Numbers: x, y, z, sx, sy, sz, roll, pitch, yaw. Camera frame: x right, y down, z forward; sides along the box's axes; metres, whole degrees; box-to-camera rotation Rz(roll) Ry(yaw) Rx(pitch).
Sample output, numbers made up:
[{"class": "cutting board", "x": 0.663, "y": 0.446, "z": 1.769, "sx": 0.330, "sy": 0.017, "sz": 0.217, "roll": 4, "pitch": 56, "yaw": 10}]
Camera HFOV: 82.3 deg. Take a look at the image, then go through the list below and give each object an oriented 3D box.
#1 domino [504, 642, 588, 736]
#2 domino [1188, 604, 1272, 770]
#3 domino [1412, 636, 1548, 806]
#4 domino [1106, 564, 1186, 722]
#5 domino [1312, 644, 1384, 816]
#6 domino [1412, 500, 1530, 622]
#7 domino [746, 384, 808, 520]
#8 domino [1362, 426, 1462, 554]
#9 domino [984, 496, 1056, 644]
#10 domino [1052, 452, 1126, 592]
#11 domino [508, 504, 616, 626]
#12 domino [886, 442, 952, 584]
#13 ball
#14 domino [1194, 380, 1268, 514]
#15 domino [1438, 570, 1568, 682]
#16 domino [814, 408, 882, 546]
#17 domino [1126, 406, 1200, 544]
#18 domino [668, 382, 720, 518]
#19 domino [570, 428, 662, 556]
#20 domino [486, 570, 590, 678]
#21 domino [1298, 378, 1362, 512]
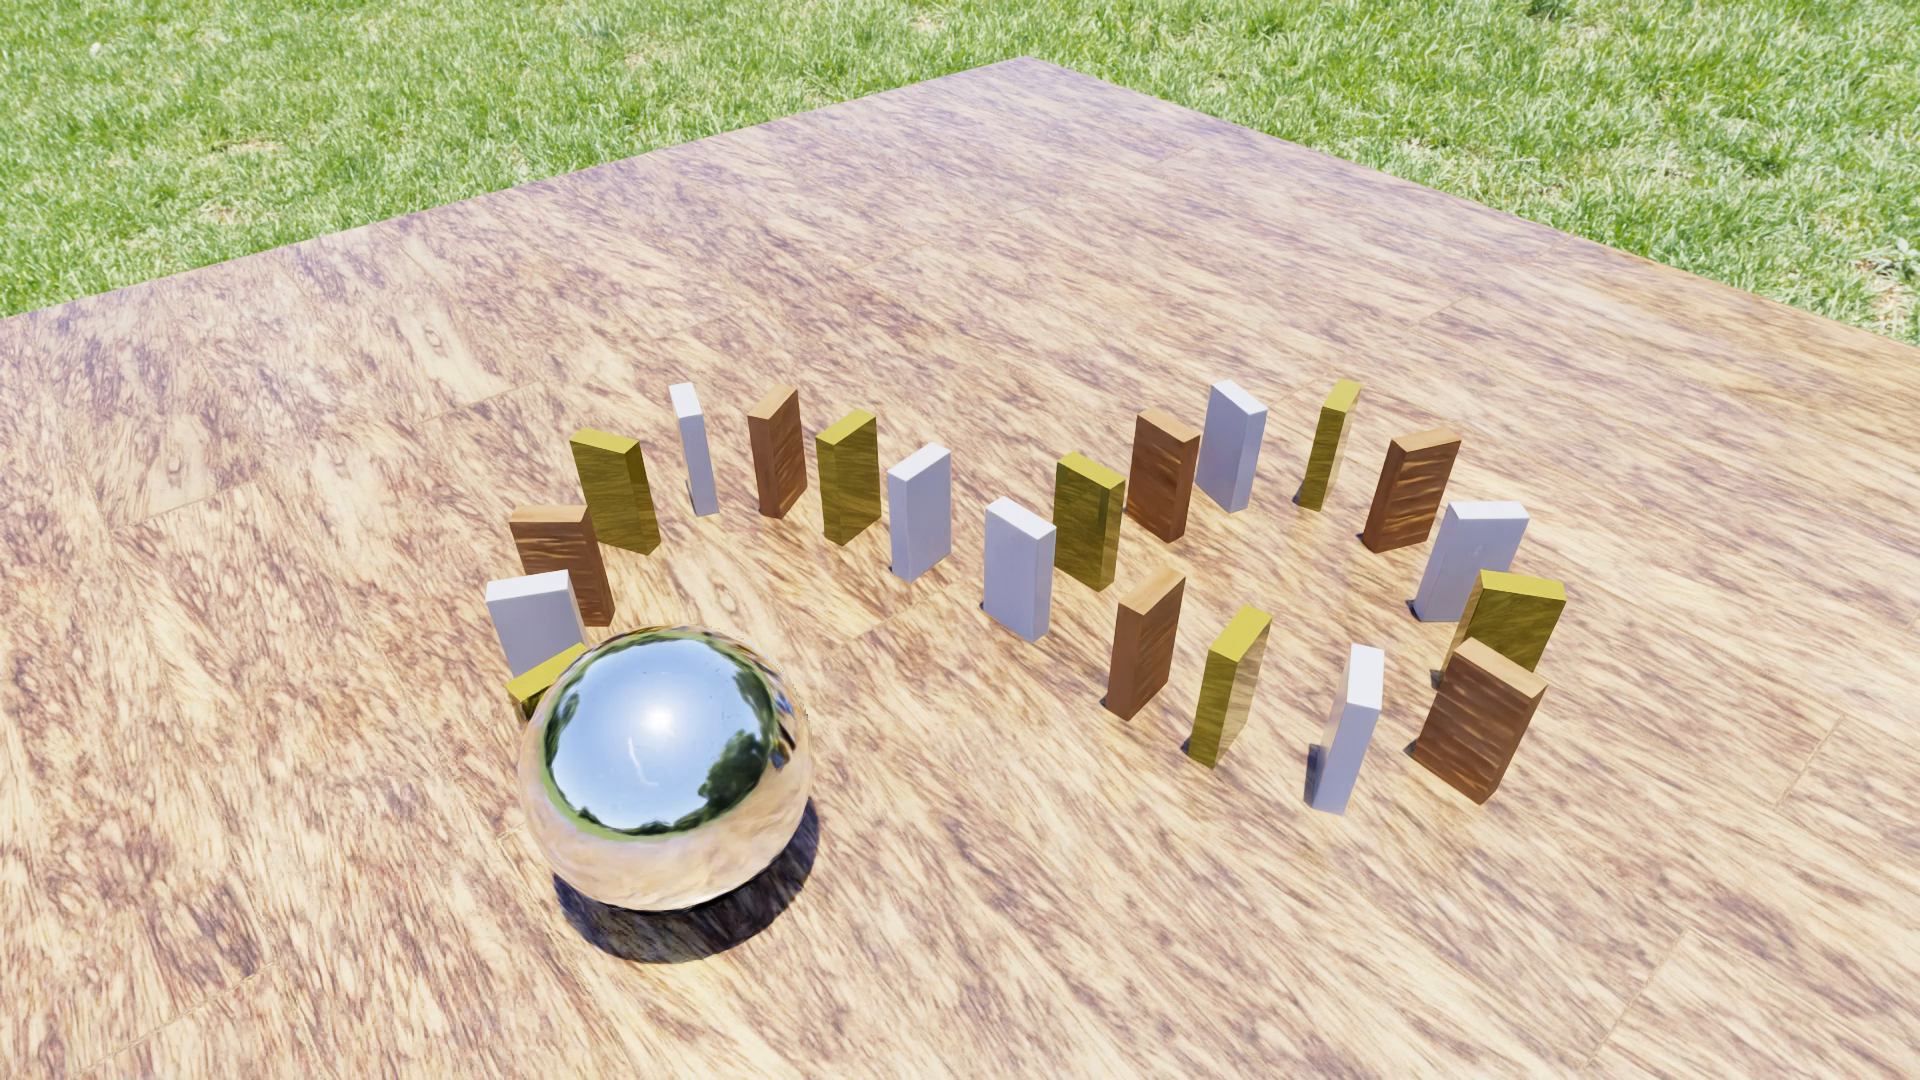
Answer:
[{"class": "domino", "x": -0.121, "y": 0.058, "z": 0.341, "sx": 0.010, "sy": 0.050, "sz": 0.025, "roll": 32, "pitch": 49, "yaw": 33}, {"class": "domino", "x": 0.086, "y": 0.048, "z": 0.353, "sx": 0.010, "sy": 0.050, "sz": 0.025, "roll": 25, "pitch": 46, "yaw": 28}, {"class": "domino", "x": 0.160, "y": 0.057, "z": 0.342, "sx": 0.009, "sy": 0.050, "sz": 0.025, "roll": -27, "pitch": 47, "yaw": -29}, {"class": "domino", "x": 0.062, "y": 0.035, "z": 0.369, "sx": 0.010, "sy": 0.050, "sz": 0.025, "roll": 29, "pitch": 47, "yaw": 30}, {"class": "domino", "x": 0.120, "y": 0.059, "z": 0.339, "sx": 0.010, "sy": 0.050, "sz": 0.025, "roll": 12, "pitch": 41, "yaw": 14}, {"class": "domino", "x": 0.186, "y": 0.009, "z": 0.401, "sx": 0.025, "sy": 0.050, "sz": 0.010, "roll": -1, "pitch": 39, "yaw": -1}, {"class": "domino", "x": -0.075, "y": -0.036, "z": 0.456, "sx": 0.010, "sy": 0.050, "sz": 0.025, "roll": 13, "pitch": 41, "yaw": 15}, {"class": "domino", "x": 0.178, "y": -0.019, "z": 0.435, "sx": 0.025, "sy": 0.050, "sz": 0.009, "roll": -12, "pitch": 41, "yaw": -15}, {"class": "domino", "x": 0.021, "y": 0.011, "z": 0.398, "sx": 0.009, "sy": 0.050, "sz": 0.025, "roll": -32, "pitch": 49, "yaw": -33}, {"class": "domino", "x": 0.048, "y": -0.006, "z": 0.419, "sx": 0.025, "sy": 0.050, "sz": 0.009, "roll": 32, "pitch": 49, "yaw": 33}, {"class": "domino", "x": -0.144, "y": 0.010, "z": 0.399, "sx": 0.025, "sy": 0.050, "sz": 0.010, "roll": 0, "pitch": 39, "yaw": 0}, {"class": "domino", "x": -0.015, "y": -0.010, "z": 0.424, "sx": 0.009, "sy": 0.050, "sz": 0.025, "roll": 28, "pitch": 47, "yaw": 30}, {"class": "ball", "x": -0.082, "y": 0.064, "z": 0.310, "sx": 0.080, "sy": 0.080, "sz": 0.080, "roll": 0, "pitch": 39, "yaw": 0}, {"class": "domino", "x": 0.113, "y": -0.039, "z": 0.459, "sx": 0.010, "sy": 0.050, "sz": 0.025, "roll": -17, "pitch": 42, "yaw": -20}, {"class": "domino", "x": 0.181, "y": 0.034, "z": 0.370, "sx": 0.025, "sy": 0.050, "sz": 0.009, "roll": 9, "pitch": 40, "yaw": 11}, {"class": "domino", "x": -0.044, "y": -0.025, "z": 0.442, "sx": 0.010, "sy": 0.050, "sz": 0.025, "roll": 25, "pitch": 46, "yaw": 27}, {"class": "domino", "x": 0.081, "y": -0.026, "z": 0.443, "sx": 0.010, "sy": 0.050, "sz": 0.025, "roll": -26, "pitch": 46, "yaw": -28}, {"class": "domino", "x": -0.110, "y": -0.037, "z": 0.457, "sx": 0.010, "sy": 0.050, "sz": 0.025, "roll": -13, "pitch": 41, "yaw": -16}, {"class": "domino", "x": -0.135, "y": -0.019, "z": 0.434, "sx": 0.025, "sy": 0.050, "sz": 0.009, "roll": 14, "pitch": 41, "yaw": 17}, {"class": "domino", "x": -0.140, "y": 0.034, "z": 0.370, "sx": 0.025, "sy": 0.050, "sz": 0.010, "roll": -9, "pitch": 40, "yaw": -11}, {"class": "domino", "x": 0.154, "y": -0.039, "z": 0.459, "sx": 0.009, "sy": 0.050, "sz": 0.025, "roll": 20, "pitch": 44, "yaw": 23}]
